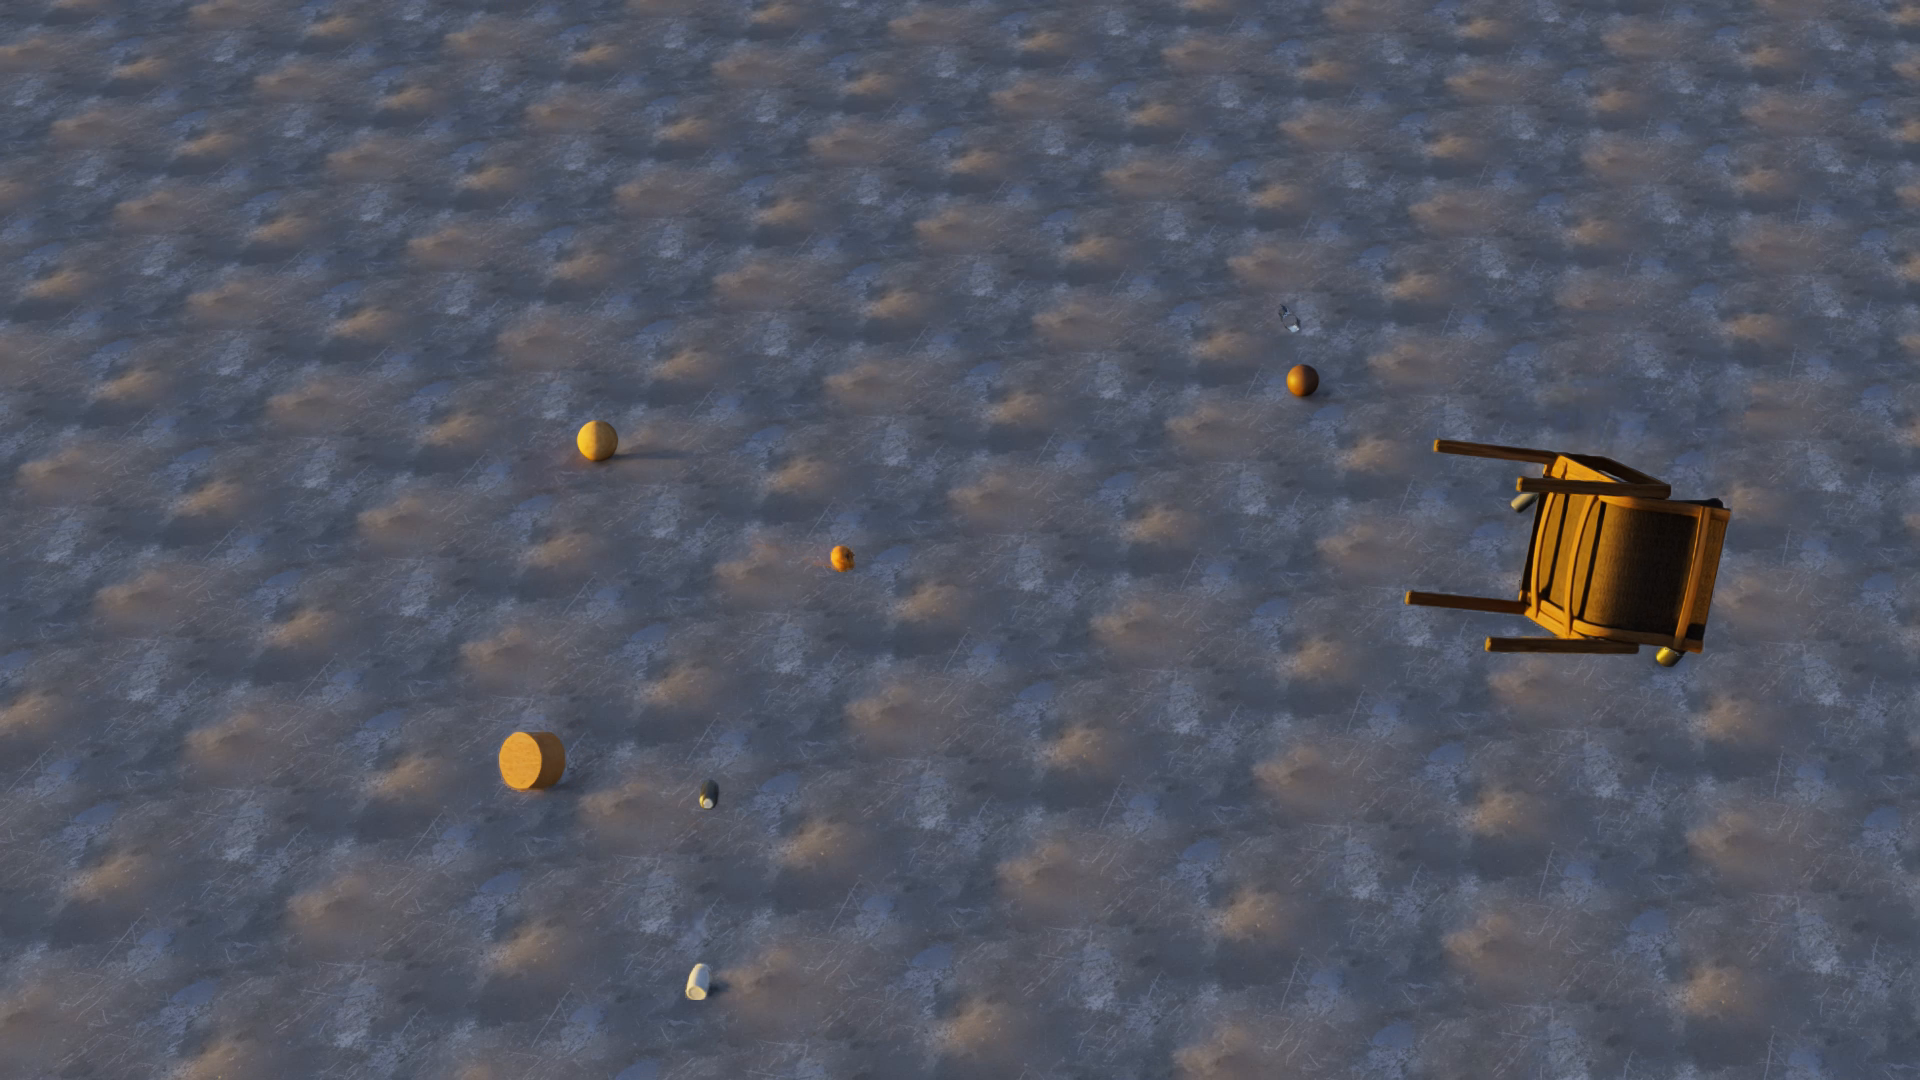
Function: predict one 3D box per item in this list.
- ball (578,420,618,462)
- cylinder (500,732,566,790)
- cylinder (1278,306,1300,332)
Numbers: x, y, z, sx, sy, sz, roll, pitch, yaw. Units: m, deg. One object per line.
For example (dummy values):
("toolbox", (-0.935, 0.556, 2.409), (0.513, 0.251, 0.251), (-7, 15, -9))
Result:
("ball", (-1.407, -0.386, 11.386), (0.158, 0.158, 0.158), (0, 33, 0))
("cylinder", (-1.402, 0.722, 9.619), (0.152, 0.185, 0.180), (-2, -3, 18))
("cylinder", (1.377, -0.924, 12.268), (0.062, 0.093, 0.071), (-31, 36, 5))
